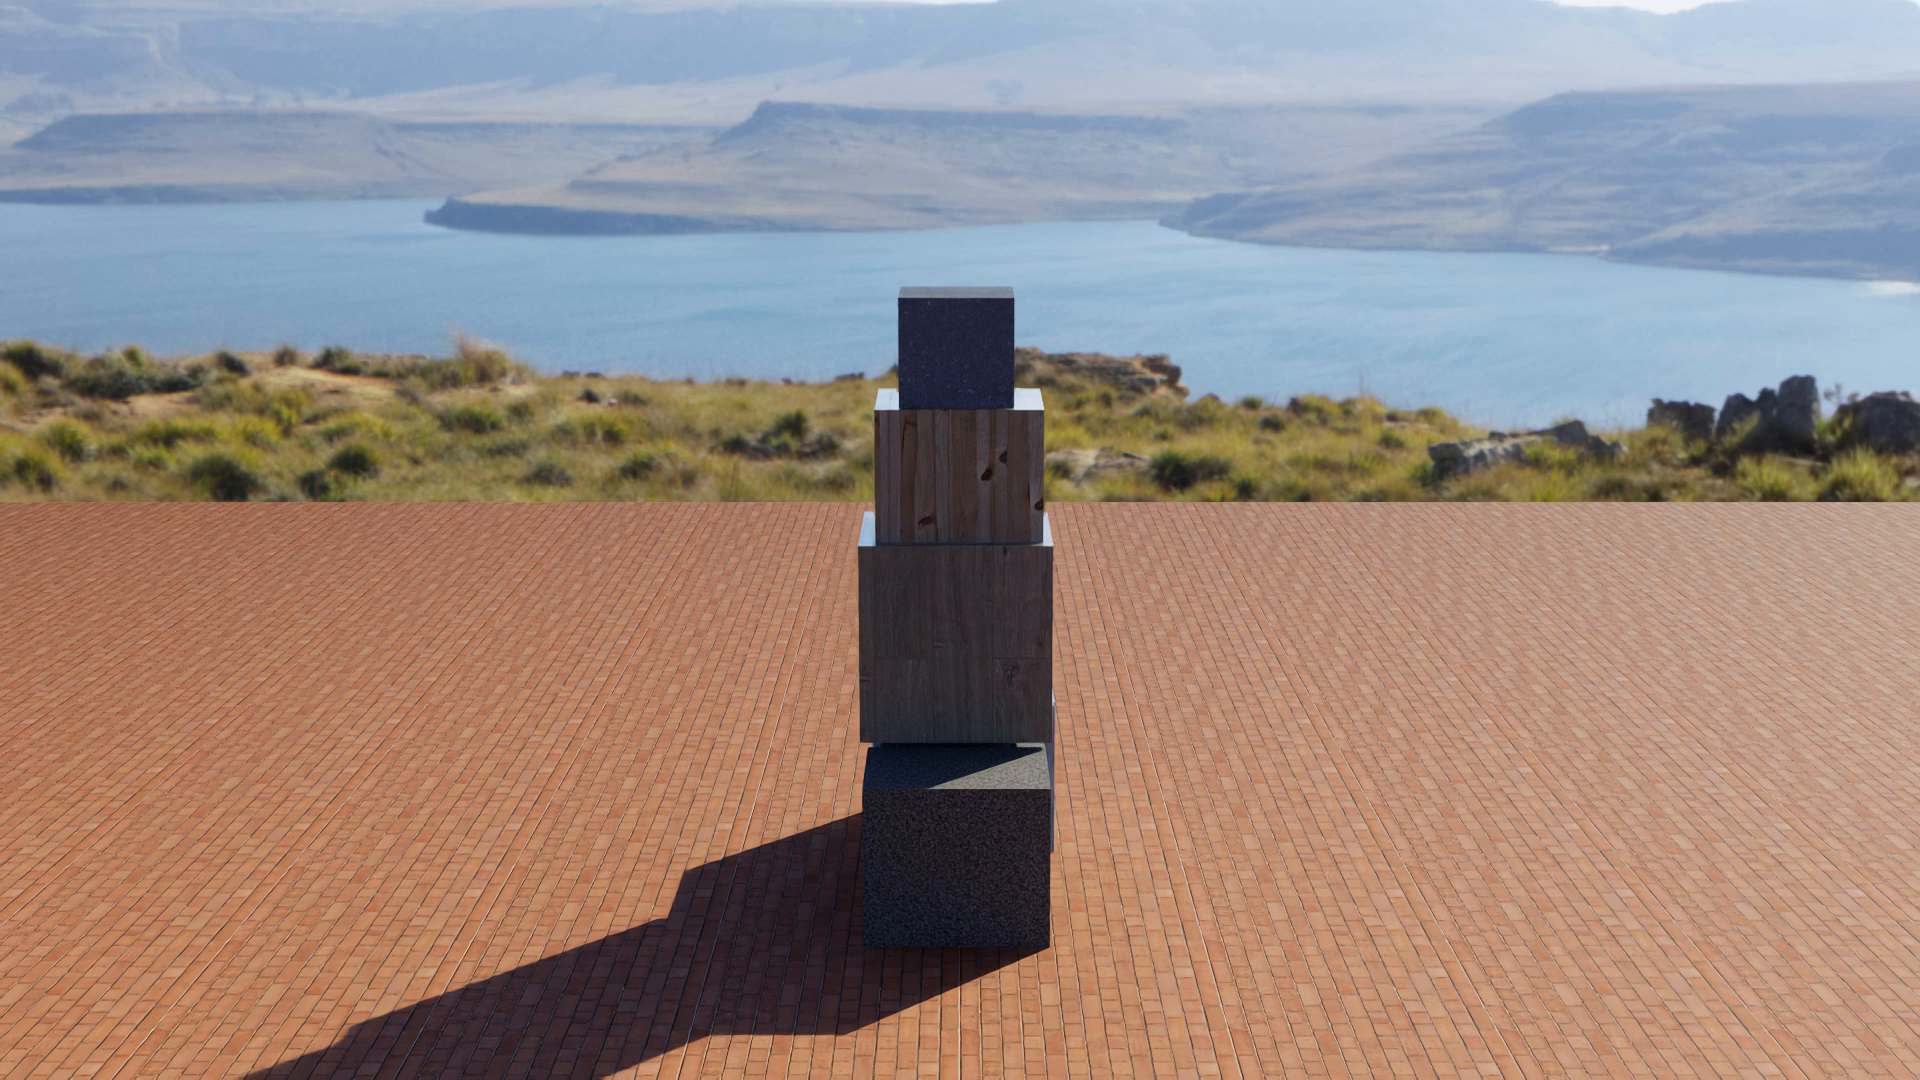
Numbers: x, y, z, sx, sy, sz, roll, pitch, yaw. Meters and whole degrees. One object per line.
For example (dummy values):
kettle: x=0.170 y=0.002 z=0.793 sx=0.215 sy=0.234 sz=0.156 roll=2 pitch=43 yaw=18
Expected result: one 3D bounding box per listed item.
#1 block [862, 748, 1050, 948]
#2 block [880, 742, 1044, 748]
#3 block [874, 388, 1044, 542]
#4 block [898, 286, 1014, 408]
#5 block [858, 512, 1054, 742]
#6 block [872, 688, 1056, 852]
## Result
block: x=-0.014 y=1.272 z=10.706 sx=0.760 sy=0.667 sz=0.653 roll=0 pitch=10 yaw=0
block: x=0.012 y=1.196 z=11.350 sx=0.723 sy=0.585 sz=0.623 roll=0 pitch=10 yaw=0
block: x=-0.003 y=-0.329 z=11.088 sx=0.712 sy=0.567 sz=0.592 roll=0 pitch=12 yaw=0
block: x=-0.015 y=-0.833 z=10.985 sx=0.487 sy=0.461 sz=0.475 roll=0 pitch=12 yaw=0
block: x=-0.018 y=0.368 z=11.235 sx=0.821 sy=0.859 sz=0.748 roll=0 pitch=12 yaw=0
block: x=0.017 y=1.013 z=12.023 sx=0.825 sy=0.706 sz=0.746 roll=0 pitch=10 yaw=0
